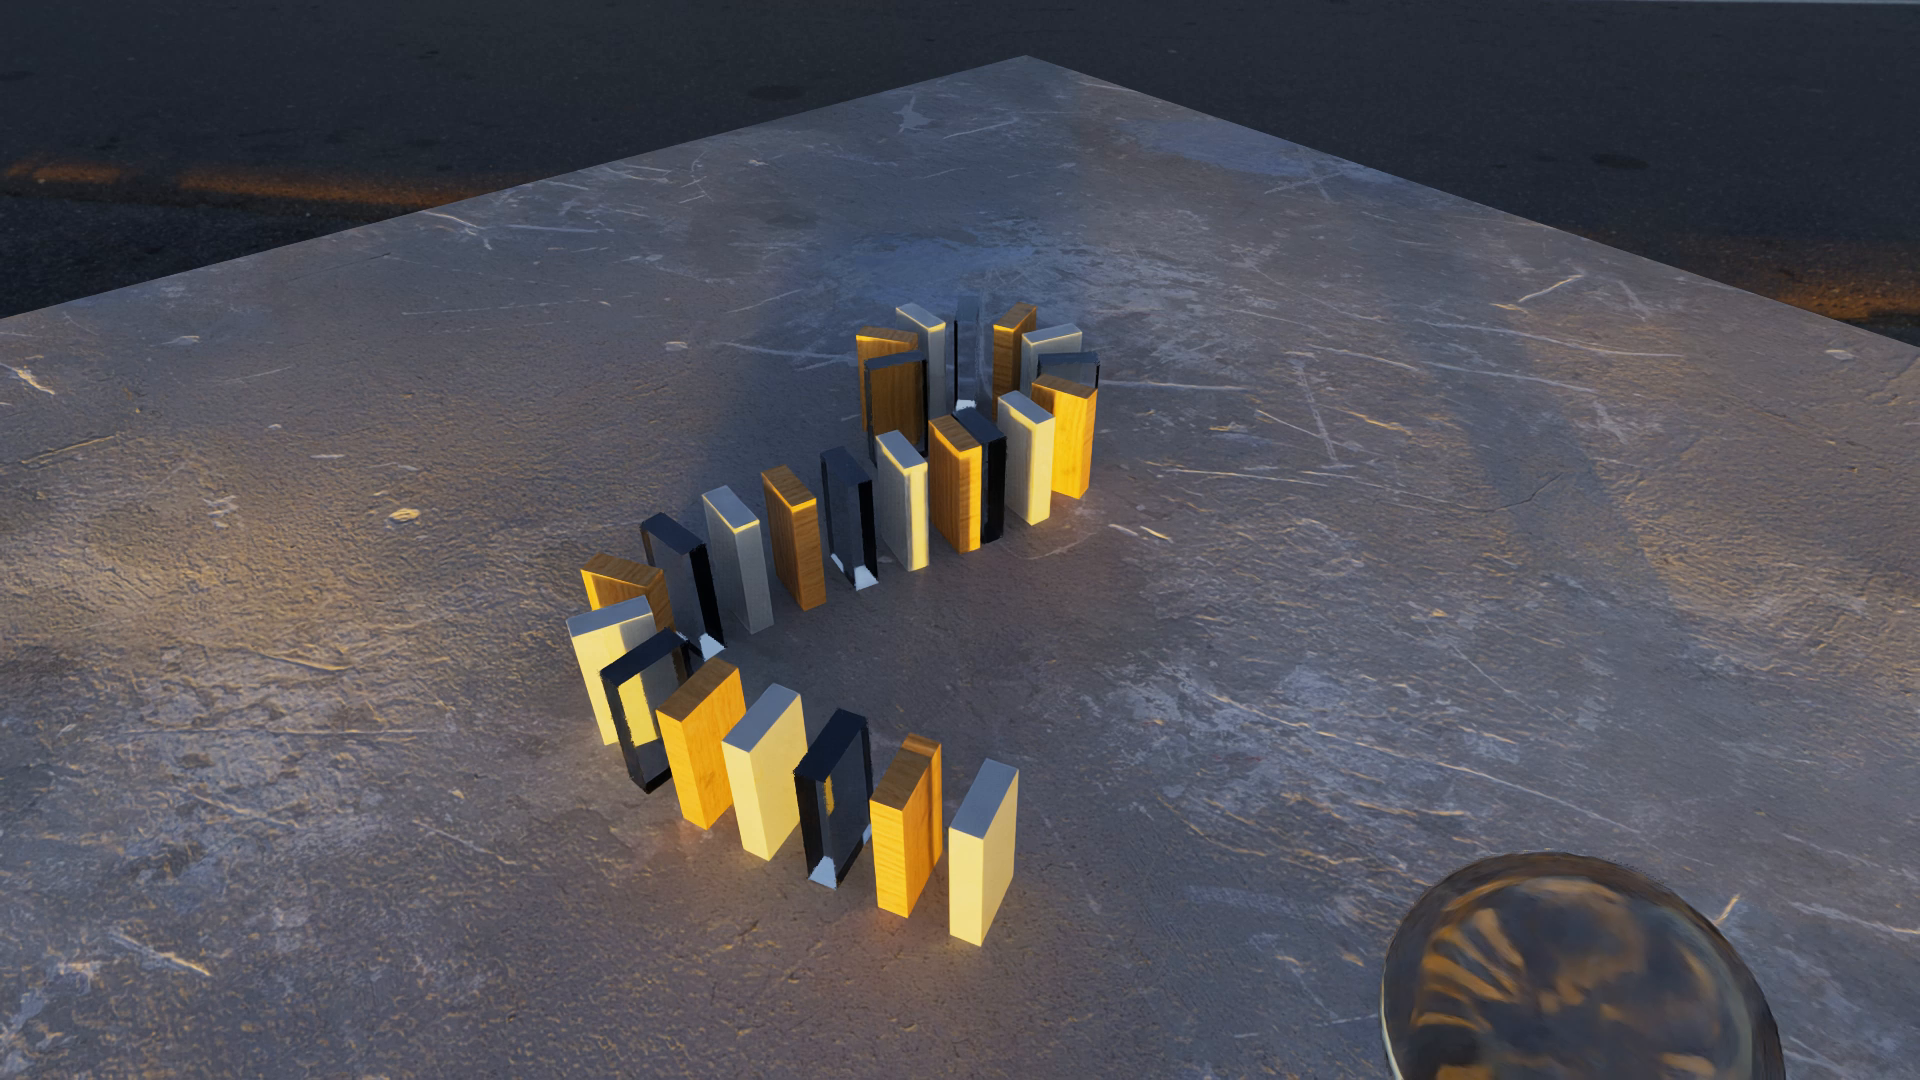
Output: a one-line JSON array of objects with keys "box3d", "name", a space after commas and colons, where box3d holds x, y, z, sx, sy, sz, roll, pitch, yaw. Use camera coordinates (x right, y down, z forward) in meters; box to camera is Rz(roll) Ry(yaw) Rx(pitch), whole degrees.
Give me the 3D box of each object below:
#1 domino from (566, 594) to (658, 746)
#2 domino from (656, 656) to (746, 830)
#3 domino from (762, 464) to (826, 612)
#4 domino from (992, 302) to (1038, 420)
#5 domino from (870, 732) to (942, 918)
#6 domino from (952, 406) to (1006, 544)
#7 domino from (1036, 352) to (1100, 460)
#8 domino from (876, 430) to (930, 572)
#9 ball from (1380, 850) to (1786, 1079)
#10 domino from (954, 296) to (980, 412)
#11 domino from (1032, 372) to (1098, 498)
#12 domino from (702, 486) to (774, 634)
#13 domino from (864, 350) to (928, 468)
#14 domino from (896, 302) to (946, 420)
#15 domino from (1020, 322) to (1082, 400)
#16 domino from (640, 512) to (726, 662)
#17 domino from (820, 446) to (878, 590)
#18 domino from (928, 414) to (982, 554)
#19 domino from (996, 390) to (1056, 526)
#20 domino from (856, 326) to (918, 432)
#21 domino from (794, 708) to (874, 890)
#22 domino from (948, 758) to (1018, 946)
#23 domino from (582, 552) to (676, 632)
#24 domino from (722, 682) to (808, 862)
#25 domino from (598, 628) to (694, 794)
[{"box3d": [-0.110, 0.043, 0.359, 0.025, 0.050, 0.009, -18, 43, -21], "name": "domino"}, {"box3d": [-0.076, 0.062, 0.335, 0.009, 0.050, 0.025, 21, 44, 23], "name": "domino"}, {"box3d": [-0.062, 0.000, 0.412, 0.010, 0.050, 0.025, -22, 44, -25], "name": "domino"}, {"box3d": [0.025, -0.082, 0.512, 0.009, 0.050, 0.025, 19, 43, 21], "name": "domino"}, {"box3d": [-0.015, 0.081, 0.312, 0.010, 0.050, 0.025, 15, 42, 18], "name": "domino"}, {"box3d": [0.007, -0.026, 0.443, 0.009, 0.050, 0.025, -21, 44, -24], "name": "domino"}, {"box3d": [0.046, -0.058, 0.482, 0.025, 0.050, 0.009, -3, 39, -4], "name": "domino"}, {"box3d": [-0.022, -0.015, 0.430, 0.009, 0.050, 0.025, -19, 43, -21], "name": "domino"}, {"box3d": [0.138, 0.112, 0.251, 0.080, 0.080, 0.080, 0, 39, 0], "name": "ball"}, {"box3d": [0.003, -0.086, 0.517, 0.009, 0.050, 0.025, 4, 39, 4], "name": "domino"}, {"box3d": [0.043, -0.044, 0.465, 0.025, 0.050, 0.010, 21, 44, 23], "name": "domino"}, {"box3d": [-0.081, 0.008, 0.402, 0.009, 0.050, 0.025, -25, 45, -27], "name": "domino"}, {"box3d": [-0.028, -0.057, 0.481, 0.025, 0.050, 0.009, -14, 41, -16], "name": "domino"}, {"box3d": [-0.018, -0.082, 0.512, 0.009, 0.050, 0.025, -26, 46, -28], "name": "domino"}, {"box3d": [0.040, -0.072, 0.499, 0.025, 0.050, 0.009, -16, 42, -18], "name": "domino"}, {"box3d": [-0.098, 0.017, 0.391, 0.025, 0.050, 0.009, 31, 48, 32], "name": "domino"}, {"box3d": [-0.042, -0.008, 0.421, 0.009, 0.050, 0.025, -20, 43, -22], "name": "domino"}, {"box3d": [-0.002, -0.022, 0.438, 0.009, 0.050, 0.025, -19, 43, -22], "name": "domino"}, {"box3d": [0.026, -0.034, 0.452, 0.010, 0.050, 0.025, -25, 45, -27], "name": "domino"}, {"box3d": [-0.032, -0.071, 0.498, 0.025, 0.050, 0.009, 11, 41, 13], "name": "domino"}, {"box3d": [-0.036, 0.076, 0.319, 0.010, 0.050, 0.025, 16, 42, 18], "name": "domino"}, {"box3d": [0.007, 0.087, 0.305, 0.009, 0.050, 0.025, 16, 42, 18], "name": "domino"}, {"box3d": [-0.111, 0.029, 0.376, 0.025, 0.050, 0.010, 13, 41, 16], "name": "domino"}, {"box3d": [-0.056, 0.069, 0.327, 0.010, 0.050, 0.025, 18, 43, 21], "name": "domino"}, {"box3d": [-0.095, 0.054, 0.345, 0.009, 0.050, 0.025, 29, 47, 31], "name": "domino"}]
